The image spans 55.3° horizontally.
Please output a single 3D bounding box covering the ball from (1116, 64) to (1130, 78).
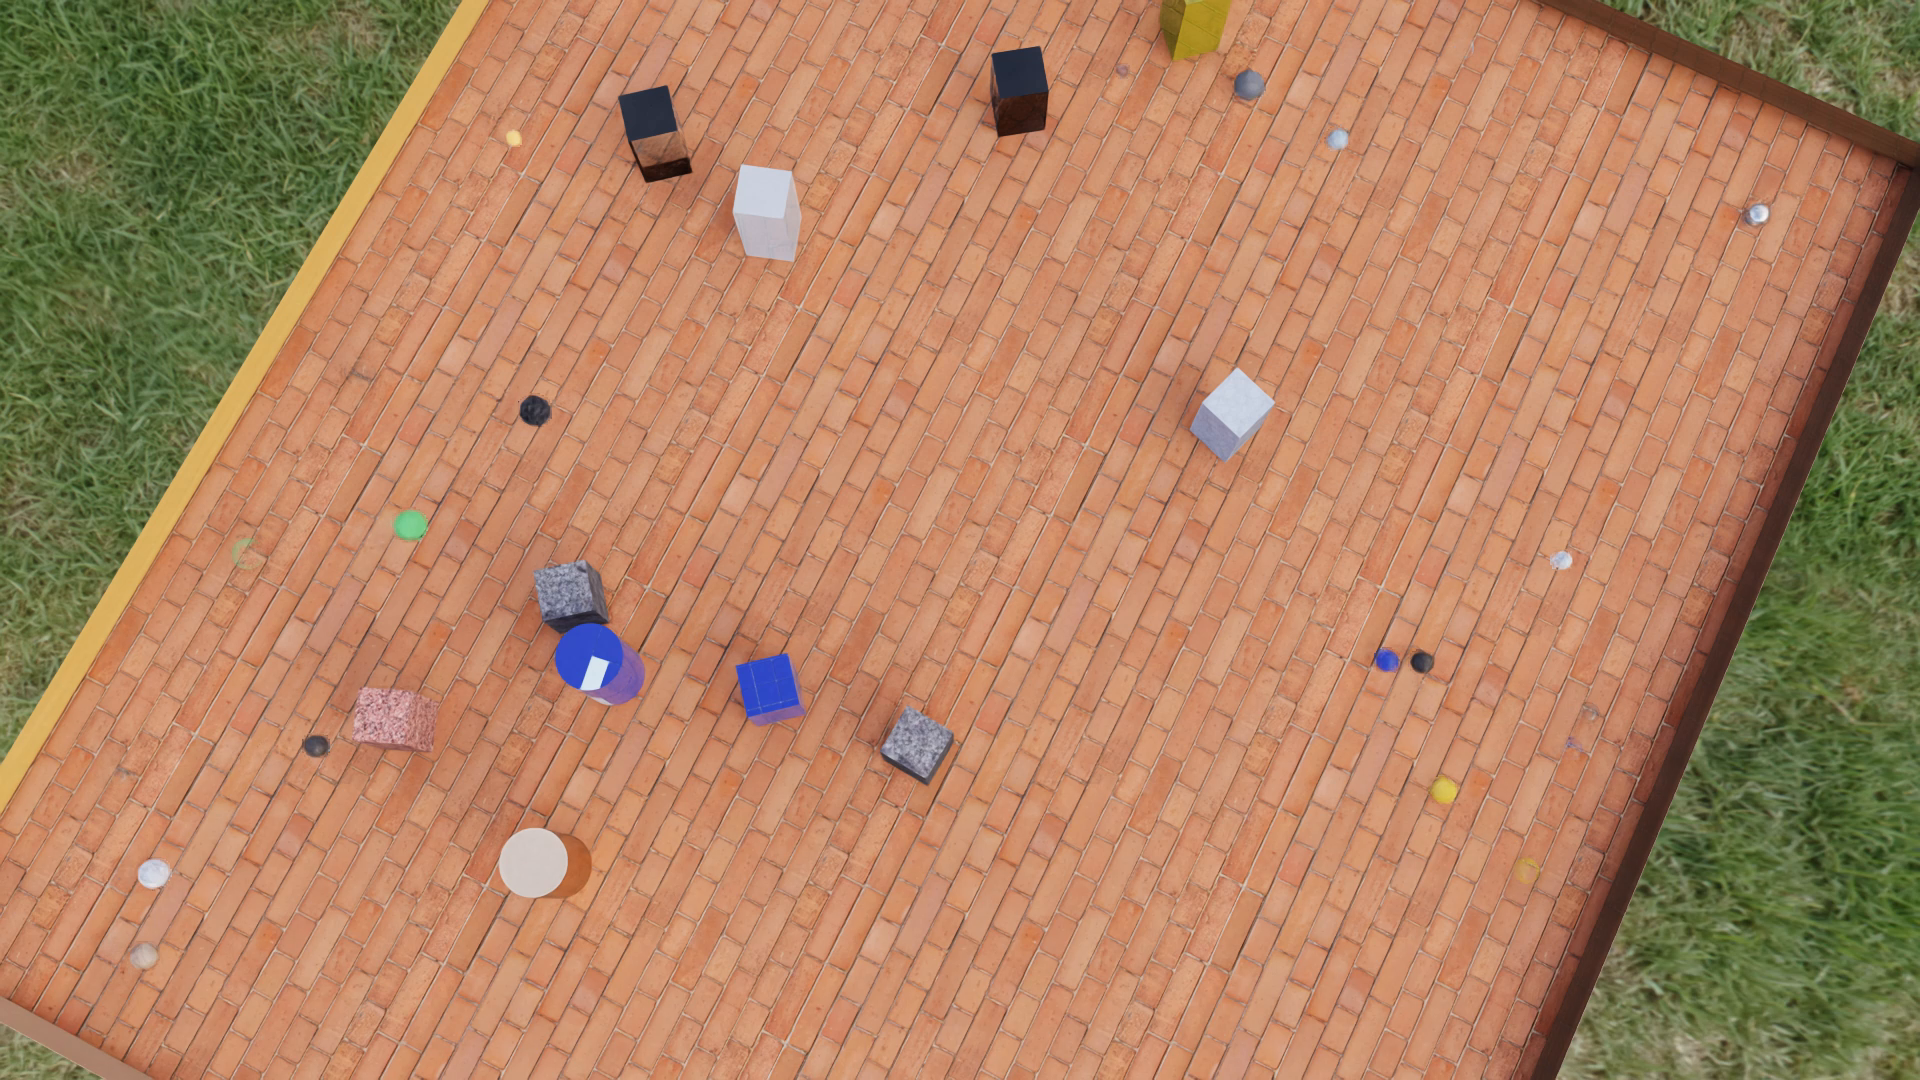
[{"bbox_3d":[0.525,-1.512,5.909,0.040,0.040,0.040,0,78,0],"label":"ball"}]

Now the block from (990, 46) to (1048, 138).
[{"bbox_3d":[0.185,-1.408,5.765,0.153,0.280,0.153,-9,78,-2],"label":"block"}]

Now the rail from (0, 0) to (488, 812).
[{"bbox_3d":[-1.950,-0.948,5.748,0.045,0.124,4.953,26,80,5],"label":"rail"}]

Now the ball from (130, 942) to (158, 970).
[{"bbox_3d":[-2.373,1.210,5.328,0.076,0.076,0.076,0,78,0],"label":"ball"}]

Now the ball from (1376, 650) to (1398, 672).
[{"bbox_3d":[1.285,0.364,5.507,0.067,0.067,0.067,0,78,0],"label":"ball"}]

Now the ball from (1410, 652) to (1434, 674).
[{"bbox_3d":[1.390,0.369,5.506,0.067,0.067,0.067,0,78,0],"label":"ball"}]

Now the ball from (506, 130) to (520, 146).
[{"bbox_3d":[-1.428,-1.285,5.858,0.048,0.048,0.048,0,78,0],"label":"ball"}]

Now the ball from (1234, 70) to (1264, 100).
[{"bbox_3d":[0.926,-1.456,5.869,0.096,0.096,0.096,0,78,0],"label":"ball"}]

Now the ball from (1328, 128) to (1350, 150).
[{"bbox_3d":[1.206,-1.278,5.846,0.068,0.068,0.068,0,78,0],"label":"ball"}]

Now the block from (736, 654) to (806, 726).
[{"bbox_3d":[-0.553,0.443,5.391,0.153,0.262,0.153,-14,79,-3],"label":"block"}]

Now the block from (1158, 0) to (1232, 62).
[{"bbox_3d":[0.741,-1.680,5.773,0.153,0.373,0.153,-15,79,-3],"label":"block"}]

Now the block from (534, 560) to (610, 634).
[{"bbox_3d":[-1.155,0.171,5.459,0.153,0.240,0.153,-12,79,-3],"label":"block"}]

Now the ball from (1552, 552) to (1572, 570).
[{"bbox_3d":[1.833,0.062,5.575,0.055,0.055,0.055,0,78,0],"label":"ball"}]

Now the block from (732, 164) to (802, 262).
[{"bbox_3d":[-0.590,-1.002,5.639,0.153,0.361,0.153,8,78,2],"label":"block"}]

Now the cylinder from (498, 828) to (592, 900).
[{"bbox_3d":[-1.183,0.929,5.249,0.191,0.343,0.191,0,78,0],"label":"cylinder"}]

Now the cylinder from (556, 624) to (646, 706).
[{"bbox_3d":[-1.046,0.367,5.350,0.191,0.373,0.191,0,78,0],"label":"cylinder"}]

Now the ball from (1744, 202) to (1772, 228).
[{"bbox_3d":[2.519,-1.026,5.788,0.080,0.080,0.080,0,78,0],"label":"ball"}]

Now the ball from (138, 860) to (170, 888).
[{"bbox_3d":[-2.363,0.979,5.370,0.086,0.086,0.086,0,78,0],"label":"ball"}]

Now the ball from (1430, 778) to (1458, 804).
[{"bbox_3d":[1.433,0.743,5.424,0.076,0.076,0.076,0,78,0],"label":"ball"}]

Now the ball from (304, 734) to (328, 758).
[{"bbox_3d":[-1.916,0.613,5.454,0.069,0.069,0.069,0,78,0],"label":"ball"}]

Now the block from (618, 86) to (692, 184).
[{"bbox_3d":[-0.947,-1.262,5.714,0.153,0.319,0.153,-13,79,-3],"label":"block"}]

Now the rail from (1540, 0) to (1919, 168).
[{"bbox_3d":[1.097,-2.142,5.995,4.408,0.124,0.045,26,80,5],"label":"rail"}]

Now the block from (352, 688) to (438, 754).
[{"bbox_3d":[-1.650,0.529,5.366,0.153,0.277,0.153,4,78,1],"label":"block"}]

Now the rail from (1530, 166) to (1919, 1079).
[{"bbox_3d":[1.950,0.962,5.353,0.045,0.124,4.953,26,80,5],"label":"rail"}]

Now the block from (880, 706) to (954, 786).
[{"bbox_3d":[-0.123,0.602,5.341,0.153,0.296,0.153,30,80,6],"label":"block"}]

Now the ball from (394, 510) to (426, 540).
[{"bbox_3d":[-1.676,-0.045,5.577,0.095,0.095,0.095,0,78,0],"label":"ball"}]

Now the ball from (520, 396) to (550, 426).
[{"bbox_3d":[-1.311,-0.398,5.651,0.093,0.093,0.093,0,78,0],"label":"ball"}]

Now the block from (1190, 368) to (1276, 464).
[{"bbox_3d":[0.820,-0.373,5.539,0.153,0.303,0.153,44,82,8],"label":"block"}]

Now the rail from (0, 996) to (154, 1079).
[{"bbox_3d":[-1.097,2.155,5.106,4.408,0.124,0.045,26,80,5],"label":"rail"}]
